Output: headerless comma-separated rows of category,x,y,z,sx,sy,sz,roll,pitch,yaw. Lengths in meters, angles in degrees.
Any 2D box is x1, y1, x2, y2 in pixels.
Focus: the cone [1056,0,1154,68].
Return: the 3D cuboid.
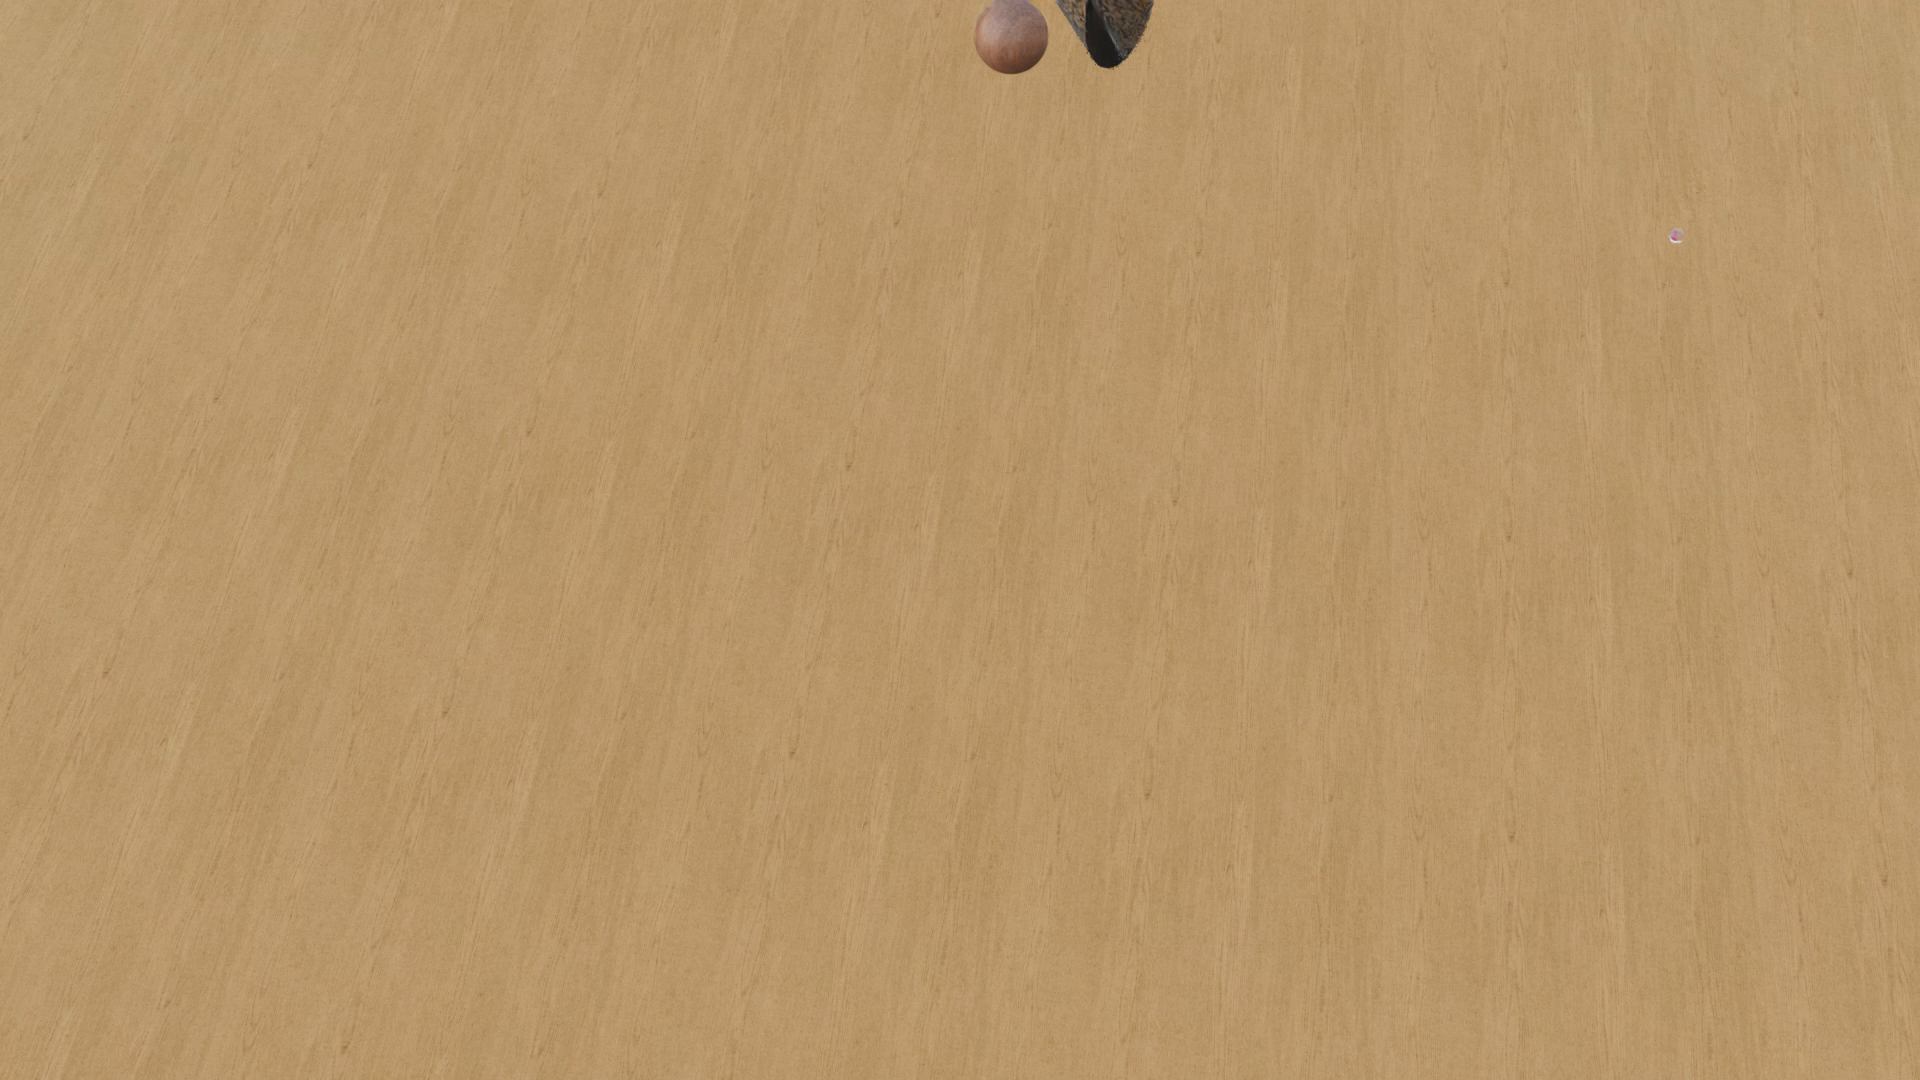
cone,0.273,-1.256,4.997,0.234,0.312,0.267,25,25,32
